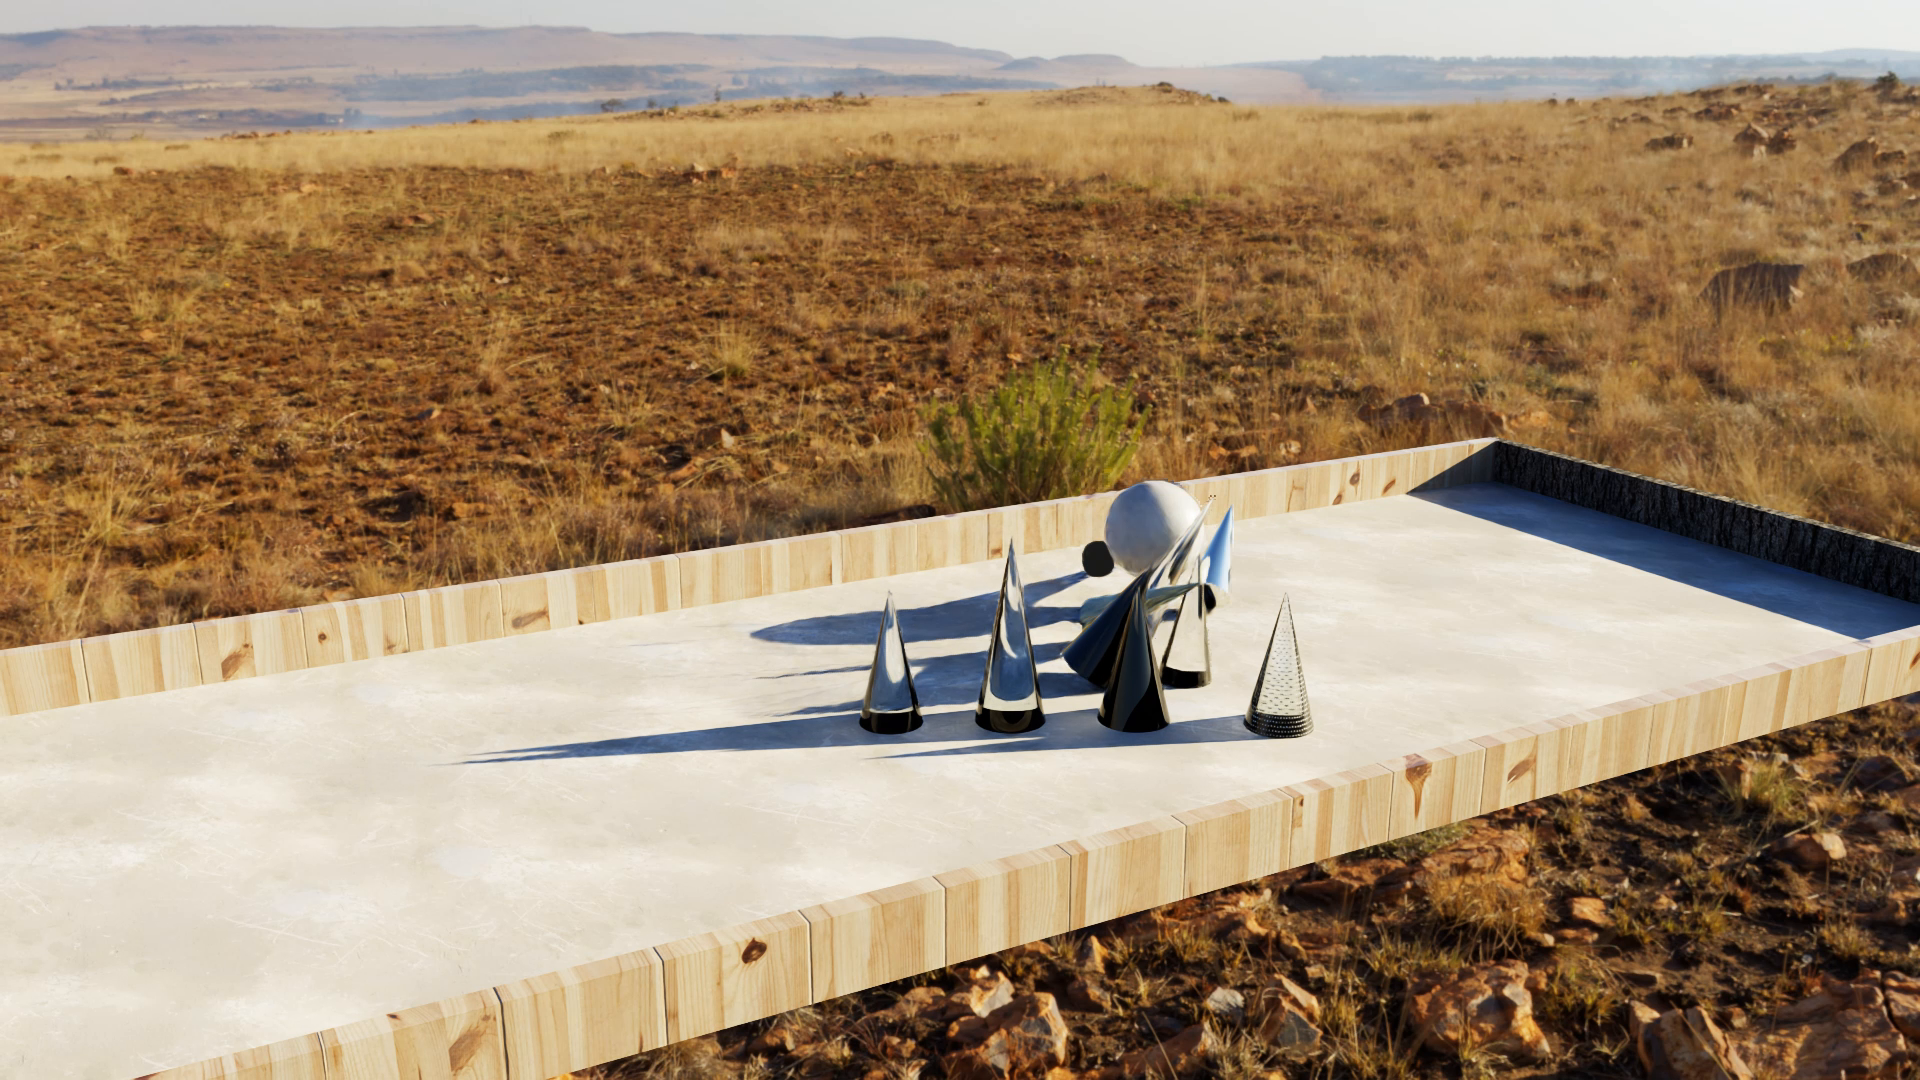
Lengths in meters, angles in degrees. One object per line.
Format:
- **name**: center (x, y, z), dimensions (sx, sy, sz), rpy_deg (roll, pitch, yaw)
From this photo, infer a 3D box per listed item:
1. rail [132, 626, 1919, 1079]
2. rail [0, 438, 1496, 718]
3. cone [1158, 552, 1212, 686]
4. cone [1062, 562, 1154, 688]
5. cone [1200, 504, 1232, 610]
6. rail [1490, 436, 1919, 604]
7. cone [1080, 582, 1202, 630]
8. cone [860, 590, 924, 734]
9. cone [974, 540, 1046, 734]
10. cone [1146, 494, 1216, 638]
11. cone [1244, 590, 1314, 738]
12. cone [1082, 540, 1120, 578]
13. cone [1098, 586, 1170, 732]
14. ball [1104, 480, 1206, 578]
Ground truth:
- **rail**: center (-2.336, 1.006, 1.665), dimensions (12.000, 0.150, 0.050), rpy_deg (-9, 18, -27)
- **rail**: center (-3.305, 0.497, 3.399), dimensions (12.000, 0.150, 0.050), rpy_deg (-9, 18, -27)
- **cone**: center (0.579, 0.183, 4.114), dimensions (0.138, 0.339, 0.138), rpy_deg (4, 16, -1)
- **cone**: center (0.404, 0.185, 4.071), dimensions (0.177, 0.323, 0.177), rpy_deg (23, 22, -10)
- **cone**: center (0.743, 0.023, 4.717), dimensions (0.134, 0.134, 0.332), rpy_deg (7, 56, 22)
- **rail**: center (2.466, -0.048, 5.253), dimensions (0.050, 0.150, 2.100), rpy_deg (-9, 18, -27)
- **cone**: center (0.479, 0.156, 4.185), dimensions (0.123, 0.123, 0.409), rpy_deg (-13, -7, -38)
- **cone**: center (-0.162, 0.269, 3.847), dimensions (0.152, 0.334, 0.152), rpy_deg (0, 16, 0)
- **cone**: center (0.119, 0.208, 3.843), dimensions (0.168, 0.454, 0.168), rpy_deg (0, 16, 0)
- **cone**: center (0.560, 0.066, 4.338), dimensions (0.117, 0.443, 0.117), rpy_deg (26, 18, -9)
- **cone**: center (0.749, 0.273, 3.829), dimensions (0.164, 0.337, 0.164), rpy_deg (0, 16, 0)
- **cone**: center (0.505, 0.040, 4.927), dimensions (0.108, 0.108, 0.447), rpy_deg (9, 8, 28)
- **cone**: center (0.412, 0.262, 3.866), dimensions (0.173, 0.337, 0.173), rpy_deg (0, 16, 0)
- **ball**: center (0.545, -0.026, 4.626), dimensions (0.282, 0.282, 0.282), rpy_deg (0, 16, 0)
